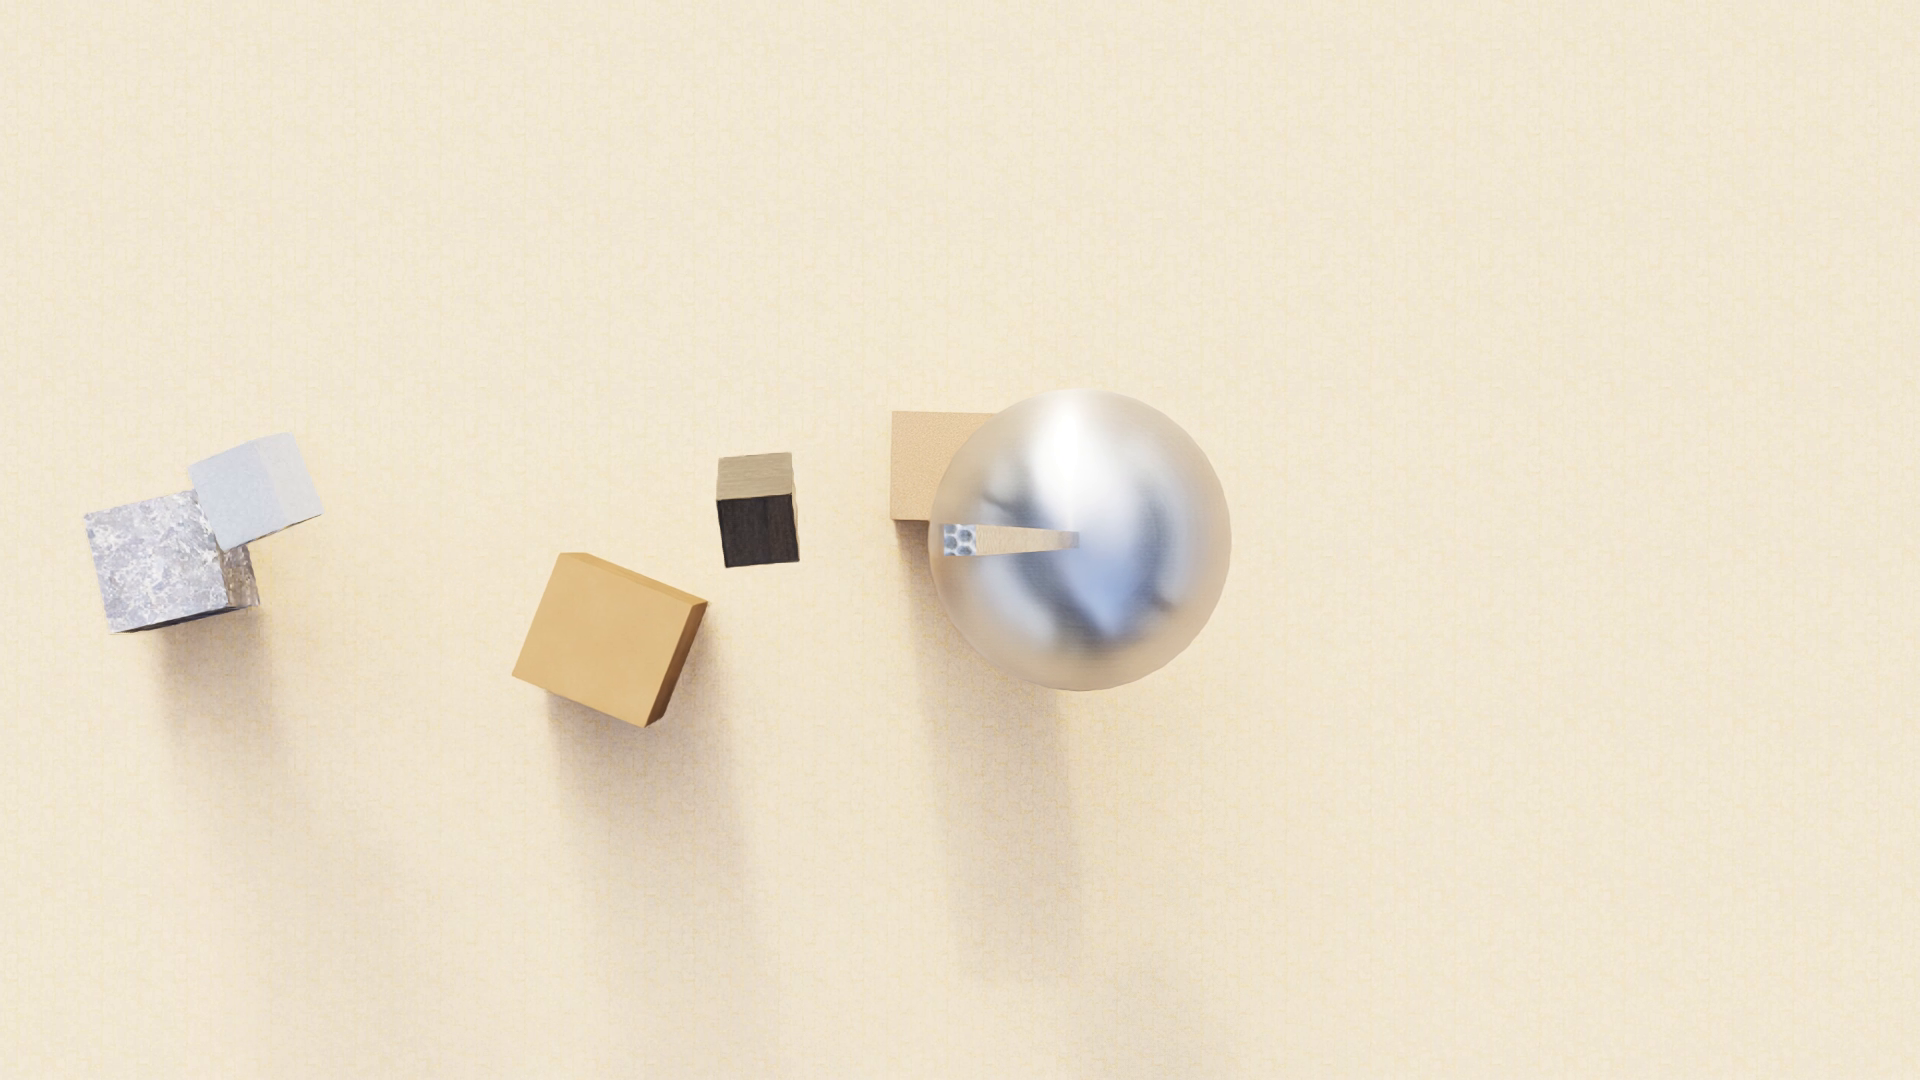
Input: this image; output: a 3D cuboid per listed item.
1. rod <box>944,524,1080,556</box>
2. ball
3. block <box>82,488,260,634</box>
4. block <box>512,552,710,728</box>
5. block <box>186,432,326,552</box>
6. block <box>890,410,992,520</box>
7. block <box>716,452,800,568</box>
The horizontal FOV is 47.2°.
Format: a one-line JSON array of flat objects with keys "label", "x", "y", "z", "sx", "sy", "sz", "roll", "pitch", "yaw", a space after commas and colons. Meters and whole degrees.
[{"label": "rod", "x": 0.272, "y": 0.000, "z": 8.202, "sx": 0.080, "sy": 5.200, "sz": 0.080, "roll": 0, "pitch": 90, "yaw": 6}, {"label": "ball", "x": 0.627, "y": 0.000, "z": 11.583, "sx": 1.600, "sy": 1.600, "sz": 1.600, "roll": 0, "pitch": 90, "yaw": 0}, {"label": "block", "x": -4.509, "y": 0.120, "z": 12.622, "sx": 0.670, "sy": 0.672, "sz": 0.682, "roll": -13, "pitch": 90, "yaw": -3}, {"label": "block", "x": -1.986, "y": 0.557, "z": 12.596, "sx": 0.792, "sy": 0.808, "sz": 0.735, "roll": 22, "pitch": 90, "yaw": 0}, {"label": "block", "x": -3.926, "y": -0.277, "z": 12.283, "sx": 0.424, "sy": 0.501, "sz": 0.500, "roll": -21, "pitch": 95, "yaw": 9}, {"label": "block", "x": -0.032, "y": -0.412, "z": 12.657, "sx": 0.713, "sy": 0.686, "sz": 0.606, "roll": 1, "pitch": 90, "yaw": 0}, {"label": "block", "x": -1.105, "y": -0.167, "z": 12.045, "sx": 0.405, "sy": 0.480, "sz": 0.426, "roll": -5, "pitch": 120, "yaw": -2}]
